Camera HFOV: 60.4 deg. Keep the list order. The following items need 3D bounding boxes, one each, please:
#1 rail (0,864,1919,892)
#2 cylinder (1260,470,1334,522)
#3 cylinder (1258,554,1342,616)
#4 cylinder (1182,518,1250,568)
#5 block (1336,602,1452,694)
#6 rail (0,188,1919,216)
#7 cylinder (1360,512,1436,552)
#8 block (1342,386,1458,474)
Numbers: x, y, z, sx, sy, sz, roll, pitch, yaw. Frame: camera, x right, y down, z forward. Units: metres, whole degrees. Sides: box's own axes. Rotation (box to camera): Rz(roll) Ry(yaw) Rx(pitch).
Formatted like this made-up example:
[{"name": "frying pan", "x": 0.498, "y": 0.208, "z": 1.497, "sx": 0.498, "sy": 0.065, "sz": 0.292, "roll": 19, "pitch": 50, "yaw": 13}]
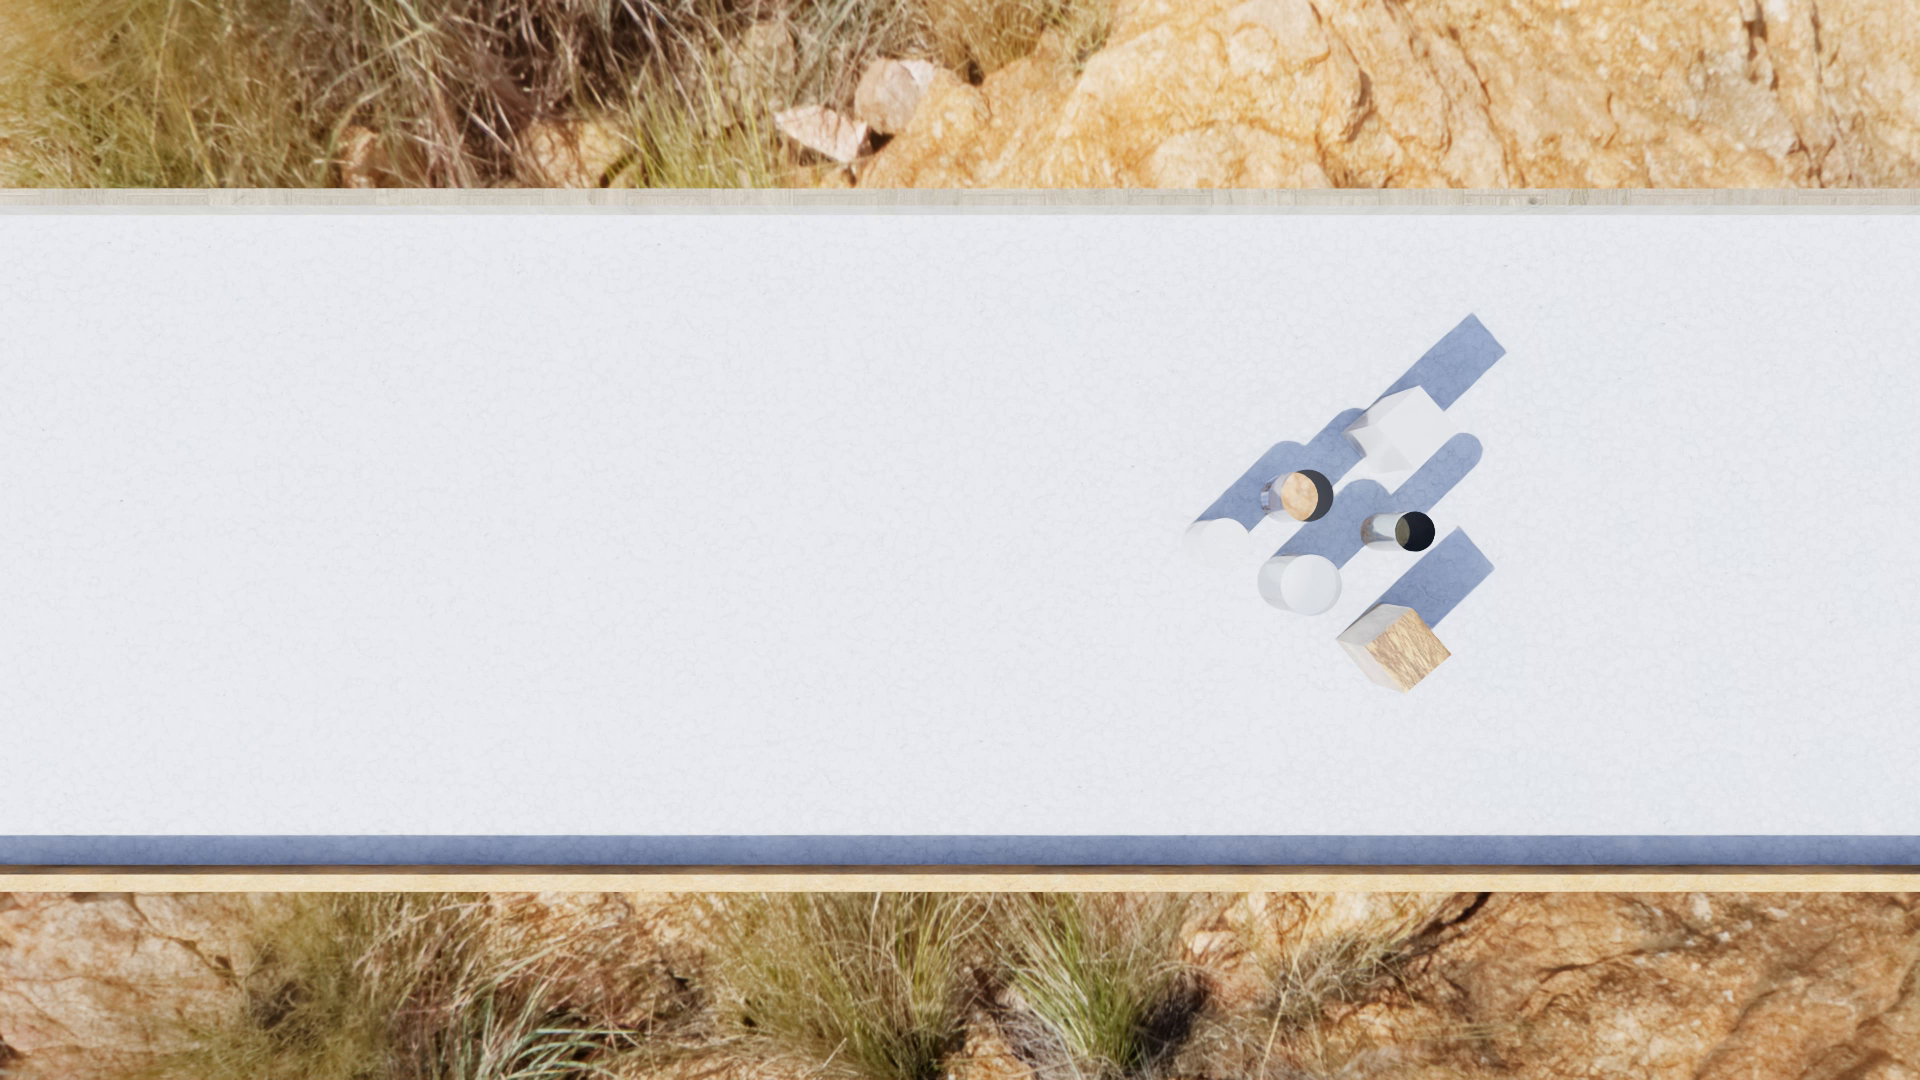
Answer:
[{"name": "rail", "x": -2.247, "y": 1.025, "z": 5.001, "sx": 12.000, "sy": 0.150, "sz": 0.050, "roll": 0, "pitch": 90, "yaw": 0}, {"name": "cylinder", "x": 1.000, "y": -0.128, "z": 4.912, "sx": 0.152, "sy": 0.328, "sz": 0.152, "roll": 0, "pitch": 90, "yaw": 0}, {"name": "cylinder", "x": 1.002, "y": 0.129, "z": 4.891, "sx": 0.175, "sy": 0.372, "sz": 0.175, "roll": 0, "pitch": 90, "yaw": 0}, {"name": "cylinder", "x": 0.752, "y": 0.010, "z": 4.879, "sx": 0.143, "sy": 0.395, "sz": 0.143, "roll": 0, "pitch": 90, "yaw": 0}, {"name": "block", "x": 1.277, "y": 0.316, "z": 4.886, "sx": 0.174, "sy": 0.382, "sz": 0.174, "roll": -40, "pitch": 90, "yaw": 0}, {"name": "rail", "x": -2.247, "y": -1.025, "z": 5.002, "sx": 12.000, "sy": 0.150, "sz": 0.050, "roll": 0, "pitch": 90, "yaw": 0}, {"name": "cylinder", "x": 1.290, "y": -0.024, "z": 4.876, "sx": 0.116, "sy": 0.401, "sz": 0.116, "roll": 0, "pitch": 90, "yaw": 0}, {"name": "block", "x": 1.287, "y": -0.319, "z": 4.861, "sx": 0.165, "sy": 0.431, "sz": 0.165, "roll": -41, "pitch": 90, "yaw": 0}]
